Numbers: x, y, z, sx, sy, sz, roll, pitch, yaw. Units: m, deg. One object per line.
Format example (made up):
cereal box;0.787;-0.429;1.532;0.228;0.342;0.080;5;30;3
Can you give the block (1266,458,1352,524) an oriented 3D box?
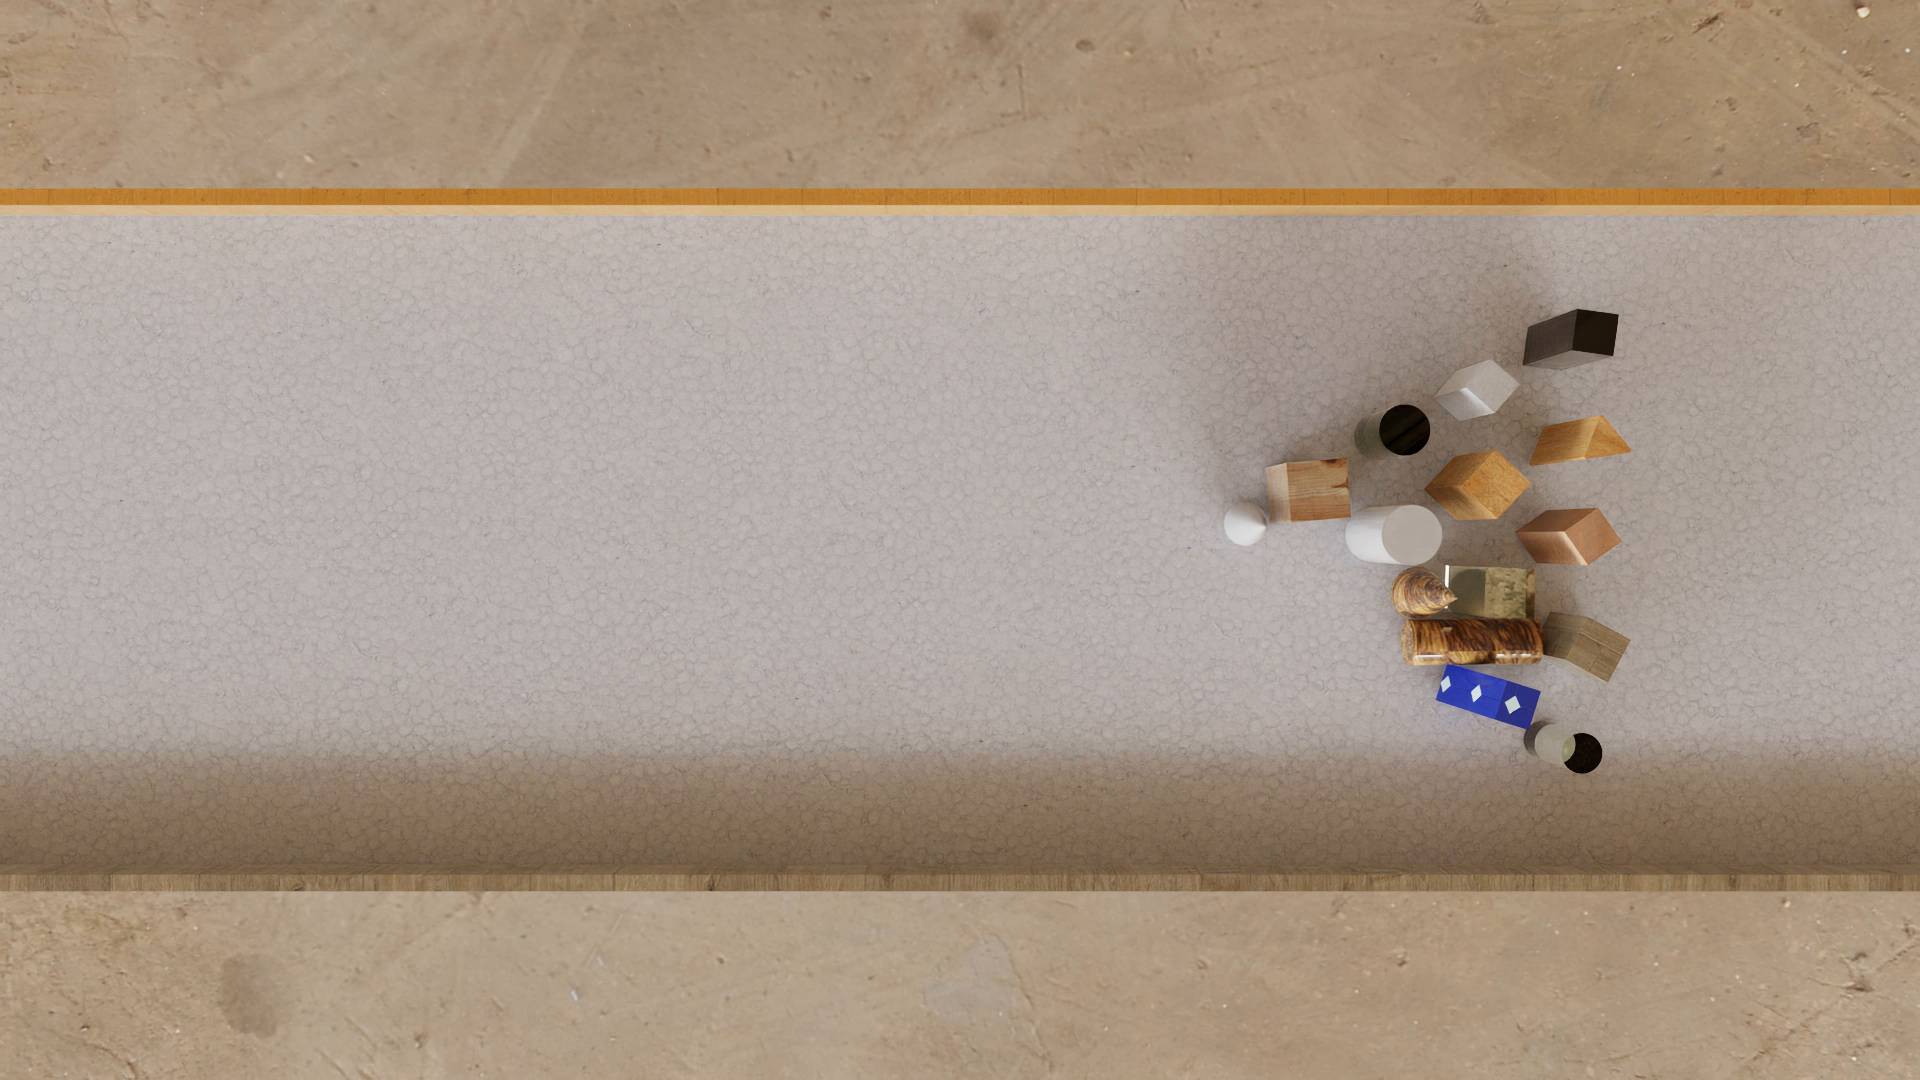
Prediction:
block;1.033;-0.143;4.914;0.173;0.325;0.173;-5;90;0

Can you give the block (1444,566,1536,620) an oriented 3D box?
block;1.563;0.152;4.880;0.141;0.392;0.141;2;90;0

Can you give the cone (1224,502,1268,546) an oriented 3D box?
cone;0.877;-0.044;4.897;0.133;0.355;0.133;0;92;1

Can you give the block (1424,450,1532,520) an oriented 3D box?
block;1.526;-0.159;4.883;0.139;0.387;0.139;43;90;0

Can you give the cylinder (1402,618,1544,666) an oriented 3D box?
cylinder;1.553;0.309;5.007;0.391;0.139;0.139;-1;90;0

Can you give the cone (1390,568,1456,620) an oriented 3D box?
cone;1.408;0.166;4.871;0.165;0.411;0.165;0;90;0

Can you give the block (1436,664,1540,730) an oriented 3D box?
block;1.568;0.464;4.908;0.118;0.318;0.118;18;90;-16

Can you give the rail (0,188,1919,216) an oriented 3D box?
rail;-2.247;-1.025;5.002;12.000;0.150;0.050;0;90;0

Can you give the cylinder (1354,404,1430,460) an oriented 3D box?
cylinder;1.288;-0.319;4.926;0.149;0.301;0.149;0;90;0

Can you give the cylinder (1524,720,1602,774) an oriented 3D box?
cylinder;1.794;0.615;4.916;0.118;0.320;0.118;0;90;0

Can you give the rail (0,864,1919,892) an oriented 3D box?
rail;-2.247;1.025;5.001;12.000;0.150;0.050;0;90;0

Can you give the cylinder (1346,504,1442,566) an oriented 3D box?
cylinder;1.271;-0.015;4.858;0.170;0.437;0.170;0;90;0

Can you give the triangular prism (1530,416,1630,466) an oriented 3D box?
triangular prism;1.810;-0.295;4.853;0.130;0.447;0.113;-9;90;0

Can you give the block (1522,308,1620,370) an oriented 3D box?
block;1.799;-0.588;4.873;0.119;0.407;0.119;8;90;0

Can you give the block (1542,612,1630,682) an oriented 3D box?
block;1.846;0.316;4.922;0.140;0.309;0.140;28;90;0

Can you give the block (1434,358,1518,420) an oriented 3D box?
block;1.532;-0.443;4.909;0.110;0.335;0.110;41;90;0

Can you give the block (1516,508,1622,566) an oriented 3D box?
block;1.789;-0.010;4.869;0.117;0.415;0.117;-35;90;0
